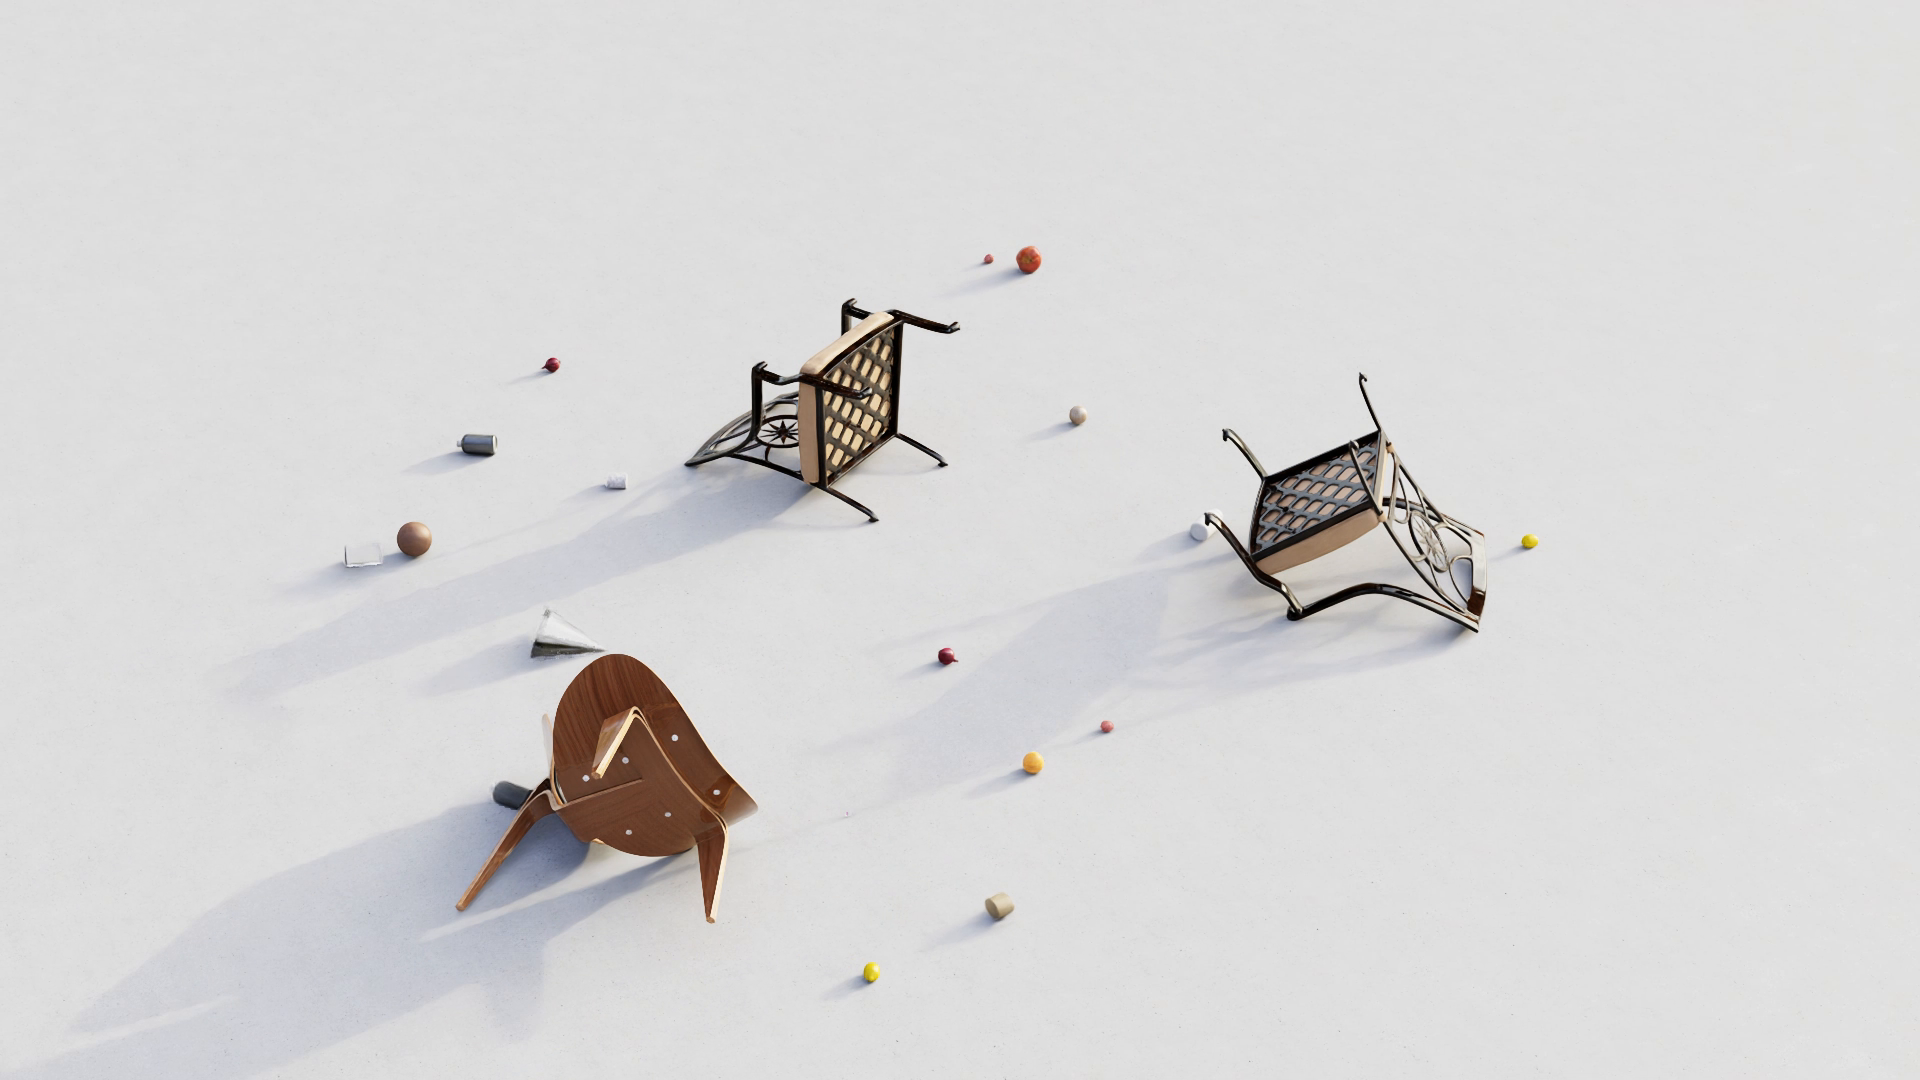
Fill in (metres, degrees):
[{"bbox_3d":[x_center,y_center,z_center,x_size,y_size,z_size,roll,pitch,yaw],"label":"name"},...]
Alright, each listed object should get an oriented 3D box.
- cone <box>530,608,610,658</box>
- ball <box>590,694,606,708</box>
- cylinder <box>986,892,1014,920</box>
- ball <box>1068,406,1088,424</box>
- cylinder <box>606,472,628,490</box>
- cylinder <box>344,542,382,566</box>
[{"bbox_3d":[-1.361,0.359,10.345,0.254,0.123,0.243,15,39,-2],"label":"cone"},{"bbox_3d":[-1.243,0.552,10.058,0.053,0.053,0.053,0,33,0],"label":"ball"},{"bbox_3d":[0.124,1.142,9.150,0.058,0.067,0.078,-20,21,-27],"label":"cylinder"},{"bbox_3d":[0.469,-0.496,11.630,0.074,0.074,0.074,0,33,0],"label":"ball"},{"bbox_3d":[-1.314,-0.229,11.244,0.071,0.052,0.066,8,43,-1],"label":"cylinder"},{"bbox_3d":[-2.196,0.053,10.786,0.124,0.080,0.093,-4,-5,-5],"label":"cylinder"}]
